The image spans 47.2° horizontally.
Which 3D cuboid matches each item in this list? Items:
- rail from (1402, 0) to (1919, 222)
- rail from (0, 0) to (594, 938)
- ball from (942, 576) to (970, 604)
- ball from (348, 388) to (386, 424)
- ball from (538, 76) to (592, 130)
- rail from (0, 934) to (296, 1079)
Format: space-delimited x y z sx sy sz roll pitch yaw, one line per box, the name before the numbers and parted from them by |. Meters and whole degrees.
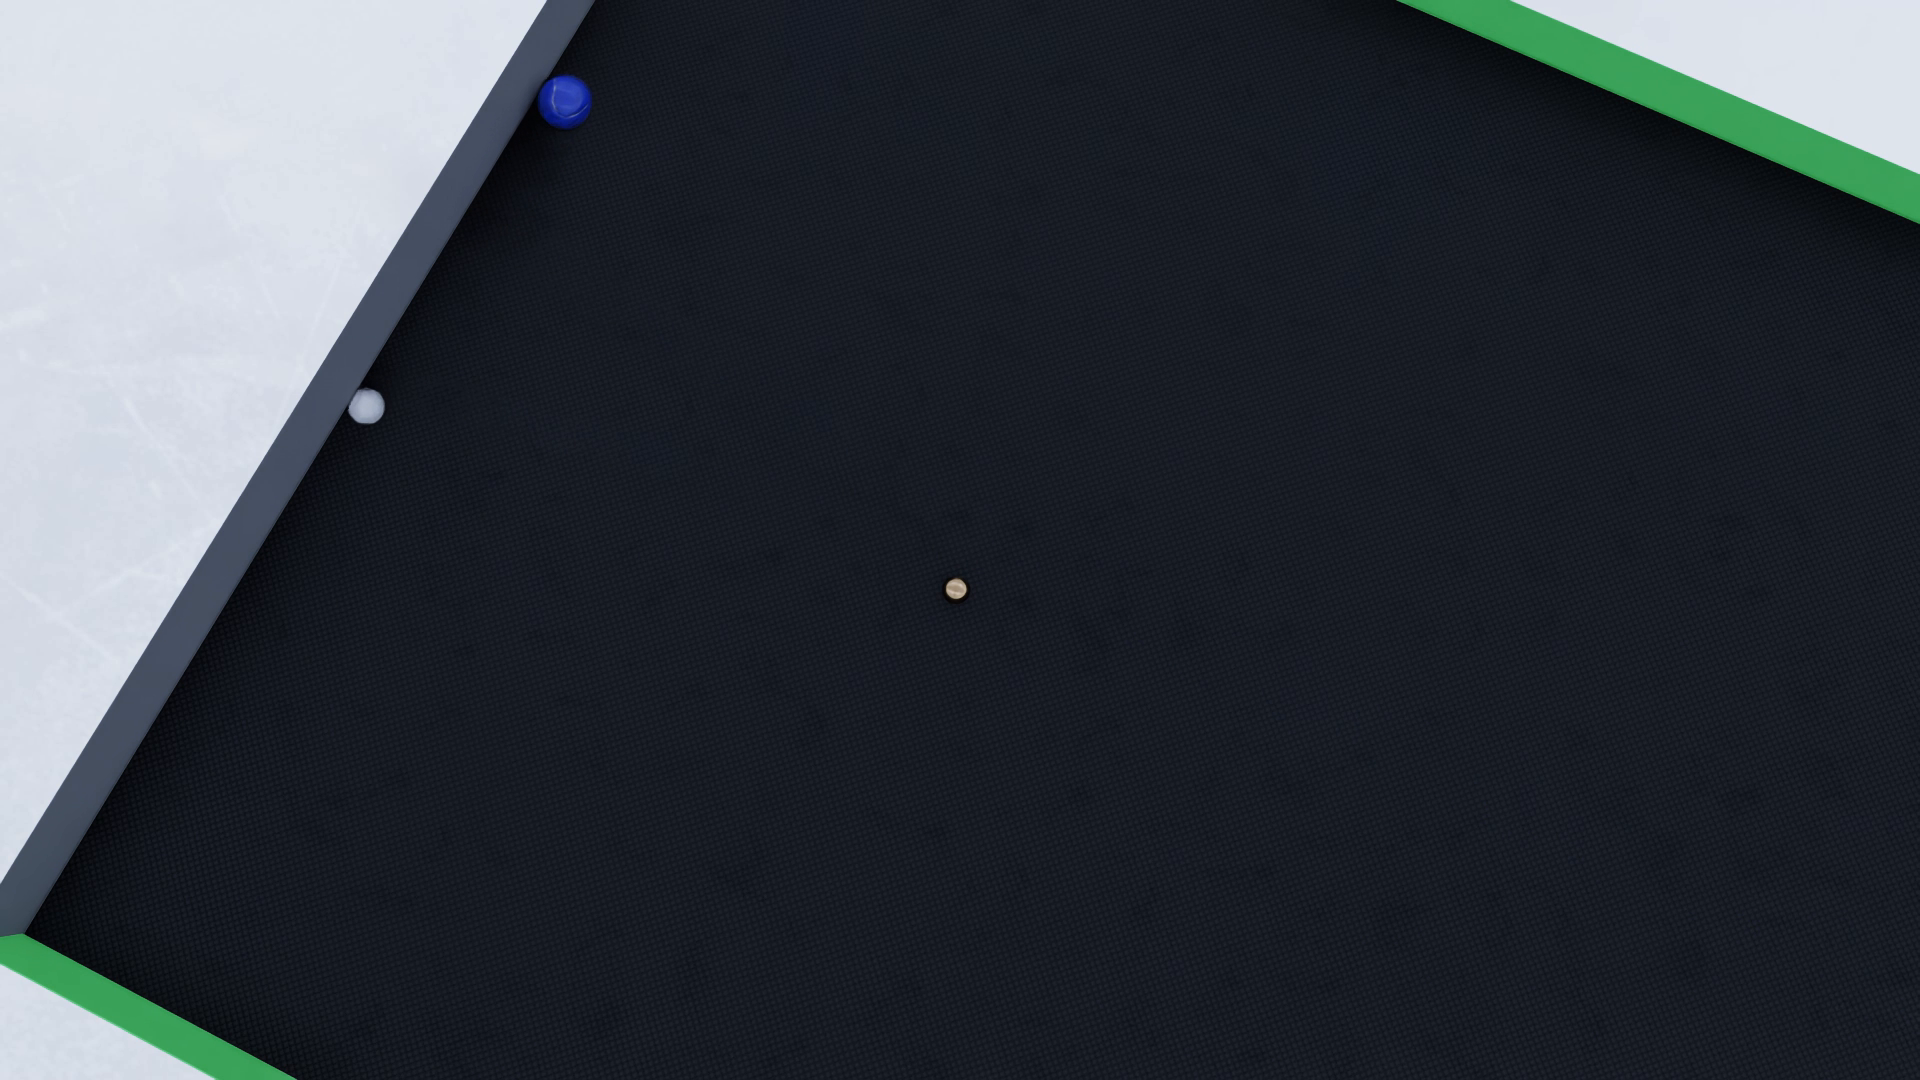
rail | 1.407 -0.588 3.528 3.970 0.112 0.045 25 75 7
rail | -0.868 -0.421 3.478 0.045 0.112 2.379 25 75 7
ball | -0.006 0.077 3.366 0.044 0.044 0.044 0 73 0
ball | -0.930 -0.210 3.445 0.057 0.057 0.057 0 73 0
ball | -0.644 -0.712 3.580 0.086 0.086 0.086 0 73 0
rail | 0.372 1.414 2.930 3.970 0.112 0.045 25 75 7
